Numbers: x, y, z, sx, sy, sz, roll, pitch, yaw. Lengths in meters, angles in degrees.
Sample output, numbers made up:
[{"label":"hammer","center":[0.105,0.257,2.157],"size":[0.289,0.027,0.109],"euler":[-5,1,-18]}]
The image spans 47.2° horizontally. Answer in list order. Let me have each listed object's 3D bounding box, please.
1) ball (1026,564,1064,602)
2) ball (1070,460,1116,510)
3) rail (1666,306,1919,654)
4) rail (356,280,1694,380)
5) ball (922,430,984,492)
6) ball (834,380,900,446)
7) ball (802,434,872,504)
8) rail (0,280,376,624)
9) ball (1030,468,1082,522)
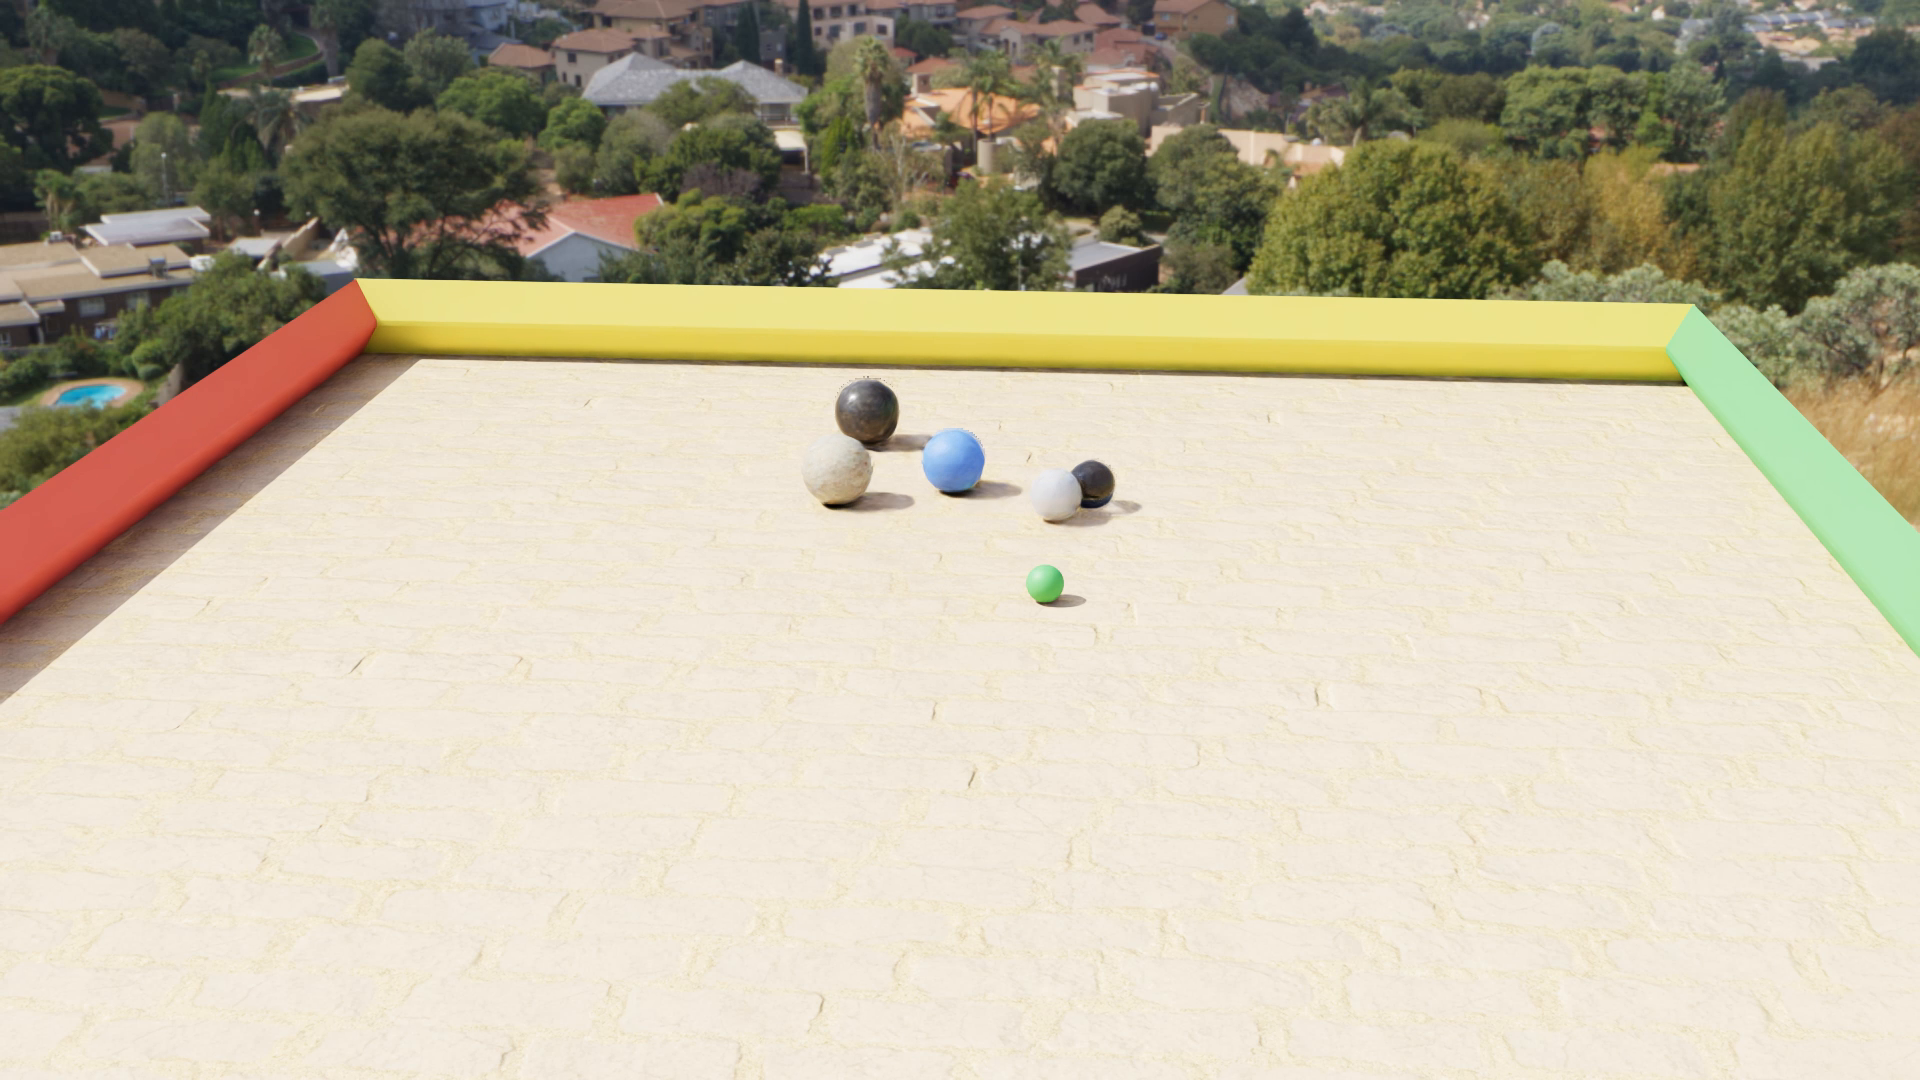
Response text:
[{"label":"ball","center":[0.096,0.049,2.480],"size":[0.043,0.043,0.043],"euler":[0,20,0]},{"label":"ball","center":[0.166,-0.070,2.787],"size":[0.062,0.062,0.062],"euler":[0,20,0]},{"label":"rail","center":[0.936,0.309,1.636],"size":[0.045,0.119,3.649],"euler":[2,20,4]},{"label":"rail","center":[0.074,-0.322,3.406],"size":[2.078,0.119,0.045],"euler":[2,20,4]},{"label":"ball","center":[-0.009,-0.102,2.846],"size":[0.081,0.081,0.081],"euler":[0,20,0]},{"label":"ball","center":[-0.128,-0.177,3.043],"size":[0.091,0.091,0.091],"euler":[0,20,0]},{"label":"ball","center":[-0.156,-0.090,2.800],"size":[0.090,0.090,0.090],"euler":[0,20,0]},{"label":"rail","center":[-1.088,0.252,1.795],"size":[0.045,0.119,3.649],"euler":[2,20,4]},{"label":"ball","center":[0.120,-0.056,2.742],"size":[0.066,0.066,0.066],"euler":[0,20,0]}]
